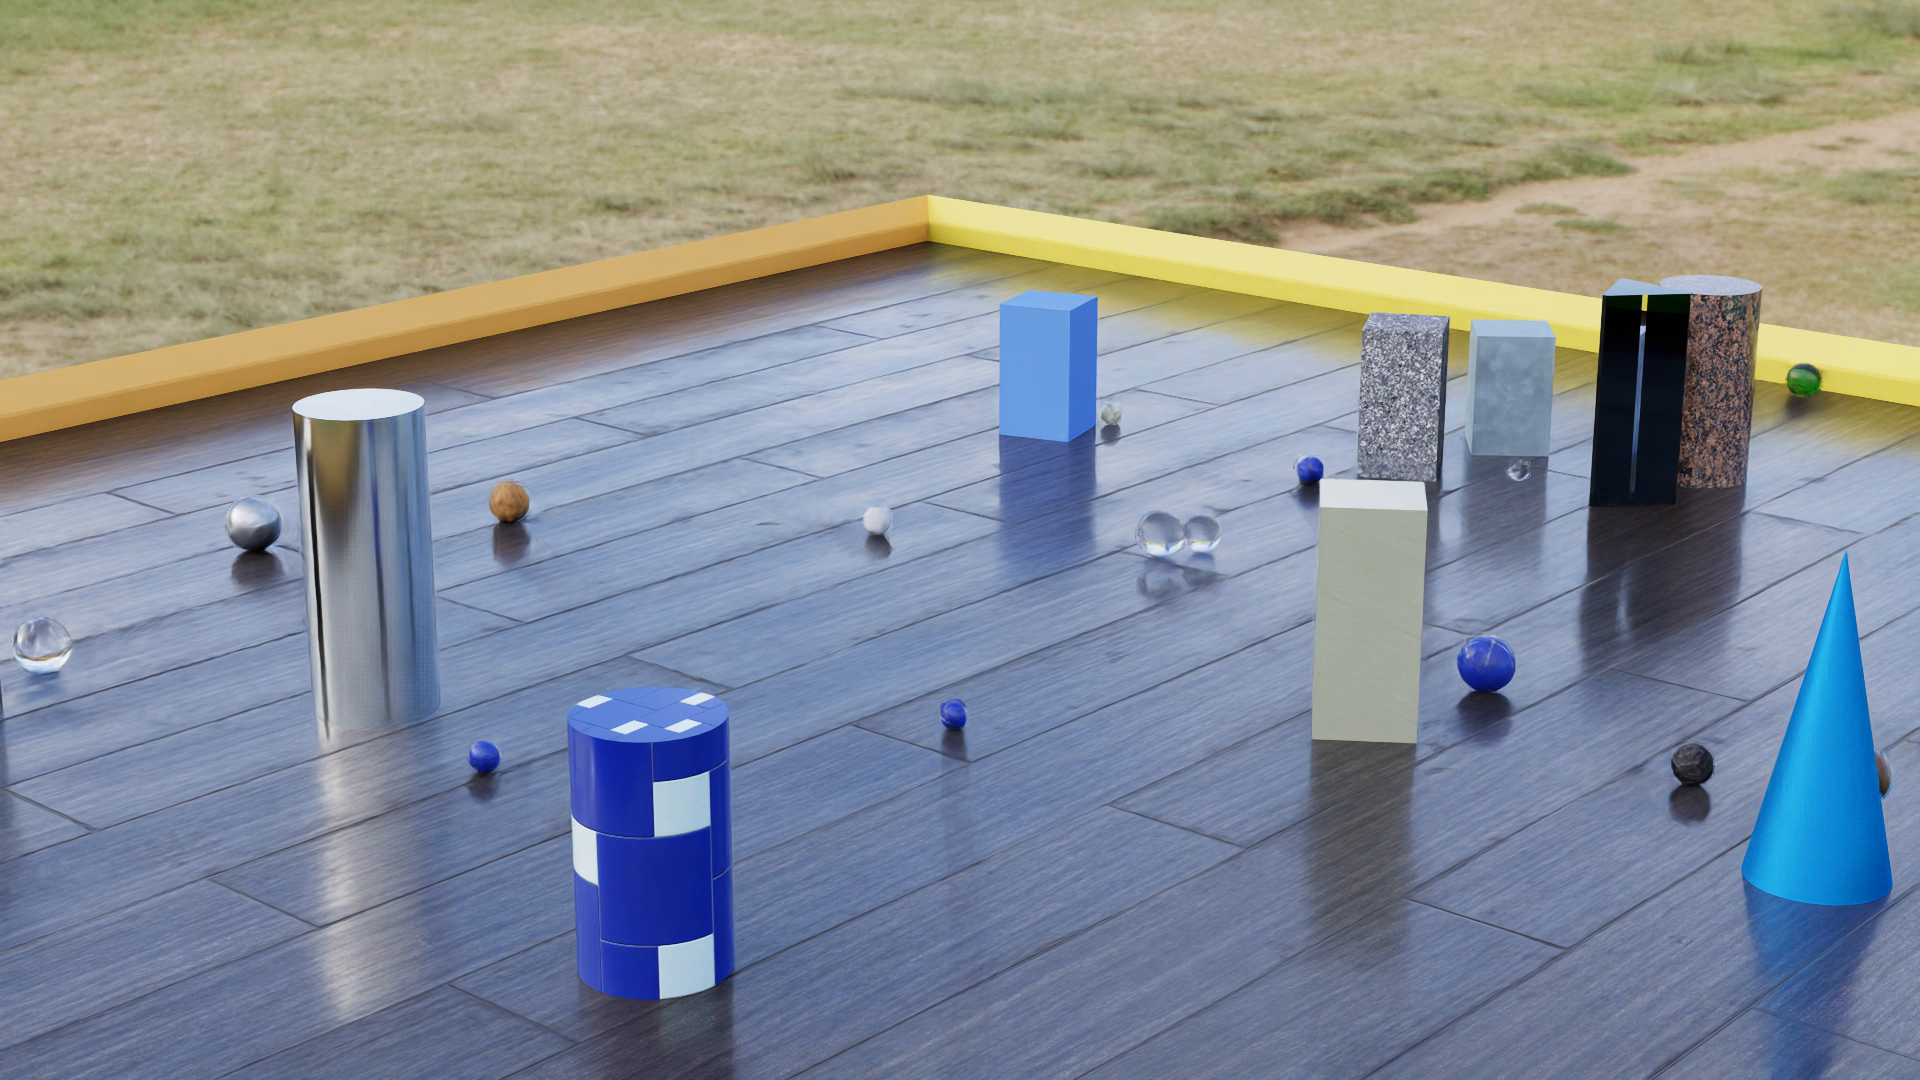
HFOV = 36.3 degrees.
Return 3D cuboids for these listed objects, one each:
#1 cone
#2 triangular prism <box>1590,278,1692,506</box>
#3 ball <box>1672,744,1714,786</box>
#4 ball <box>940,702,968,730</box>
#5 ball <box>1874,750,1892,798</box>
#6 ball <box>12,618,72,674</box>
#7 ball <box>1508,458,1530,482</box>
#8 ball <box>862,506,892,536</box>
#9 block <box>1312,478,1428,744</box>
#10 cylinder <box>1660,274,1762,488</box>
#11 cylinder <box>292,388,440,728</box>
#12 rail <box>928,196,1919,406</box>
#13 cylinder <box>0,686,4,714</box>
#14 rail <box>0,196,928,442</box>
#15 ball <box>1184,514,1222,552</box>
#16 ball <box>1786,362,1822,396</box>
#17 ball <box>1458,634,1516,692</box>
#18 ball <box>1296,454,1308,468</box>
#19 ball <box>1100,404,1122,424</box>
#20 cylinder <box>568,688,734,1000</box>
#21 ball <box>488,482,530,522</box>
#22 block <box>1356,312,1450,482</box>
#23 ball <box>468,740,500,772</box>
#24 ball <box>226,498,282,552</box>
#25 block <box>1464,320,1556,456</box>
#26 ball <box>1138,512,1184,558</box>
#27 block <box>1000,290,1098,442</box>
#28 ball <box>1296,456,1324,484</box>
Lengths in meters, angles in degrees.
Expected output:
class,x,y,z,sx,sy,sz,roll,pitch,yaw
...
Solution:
class,x,y,z,sx,sy,sz,roll,pitch,yaw
cone,1.154,0.232,3.884,0.197,0.460,0.197,0,17,0
triangular prism,1.294,-0.287,5.683,0.170,0.417,0.148,-2,17,-6
ball,1.066,0.327,4.263,0.060,0.060,0.060,0,17,0
ball,-0.010,0.268,4.486,0.043,0.043,0.043,0,17,0
ball,1.291,0.337,4.195,0.081,0.081,0.081,0,17,0
ball,-1.480,0.171,4.726,0.092,0.092,0.092,0,17,0
ball,1.113,-0.140,5.838,0.044,0.044,0.044,0,17,0
ball,-0.155,-0.036,5.476,0.054,0.054,0.054,0,17,0
block,0.621,0.107,4.462,0.157,0.367,0.157,2,17,6
cylinder,1.477,-0.316,5.824,0.197,0.389,0.197,0,17,0
cylinder,-0.913,0.027,4.519,0.197,0.486,0.197,0,17,0
rail,1.552,-0.484,6.832,4.394,0.128,0.045,14,22,39
cylinder,-1.587,0.125,4.505,0.197,0.306,0.197,0,17,0
rail,-1.641,-0.379,6.484,0.045,0.128,4.782,14,22,39
ball,0.444,-0.011,5.369,0.069,0.069,0.069,0,17,0
ball,1.871,-0.356,6.504,0.075,0.075,0.075,0,17,0
ball,0.834,0.196,4.644,0.092,0.092,0.092,0,17,0
ball,0.695,-0.149,5.870,0.043,0.043,0.043,0,17,0
ball,0.324,-0.270,6.266,0.046,0.046,0.046,0,17,0
cylinder,-0.381,0.373,3.632,0.197,0.335,0.197,0,17,0
ball,-0.854,-0.072,5.556,0.076,0.076,0.076,0,17,0
block,0.890,-0.289,5.885,0.157,0.303,0.157,4,17,13
ball,-0.699,0.318,4.313,0.047,0.047,0.047,0,17,0
ball,-1.294,-0.029,5.376,0.098,0.098,0.098,0,17,0
block,1.137,-0.316,6.065,0.157,0.250,0.157,1,17,4
ball,0.366,-0.010,5.341,0.084,0.084,0.084,0,17,0
block,0.187,-0.369,6.189,0.157,0.280,0.157,7,18,23
ball,0.695,-0.138,5.815,0.054,0.054,0.054,0,17,0
